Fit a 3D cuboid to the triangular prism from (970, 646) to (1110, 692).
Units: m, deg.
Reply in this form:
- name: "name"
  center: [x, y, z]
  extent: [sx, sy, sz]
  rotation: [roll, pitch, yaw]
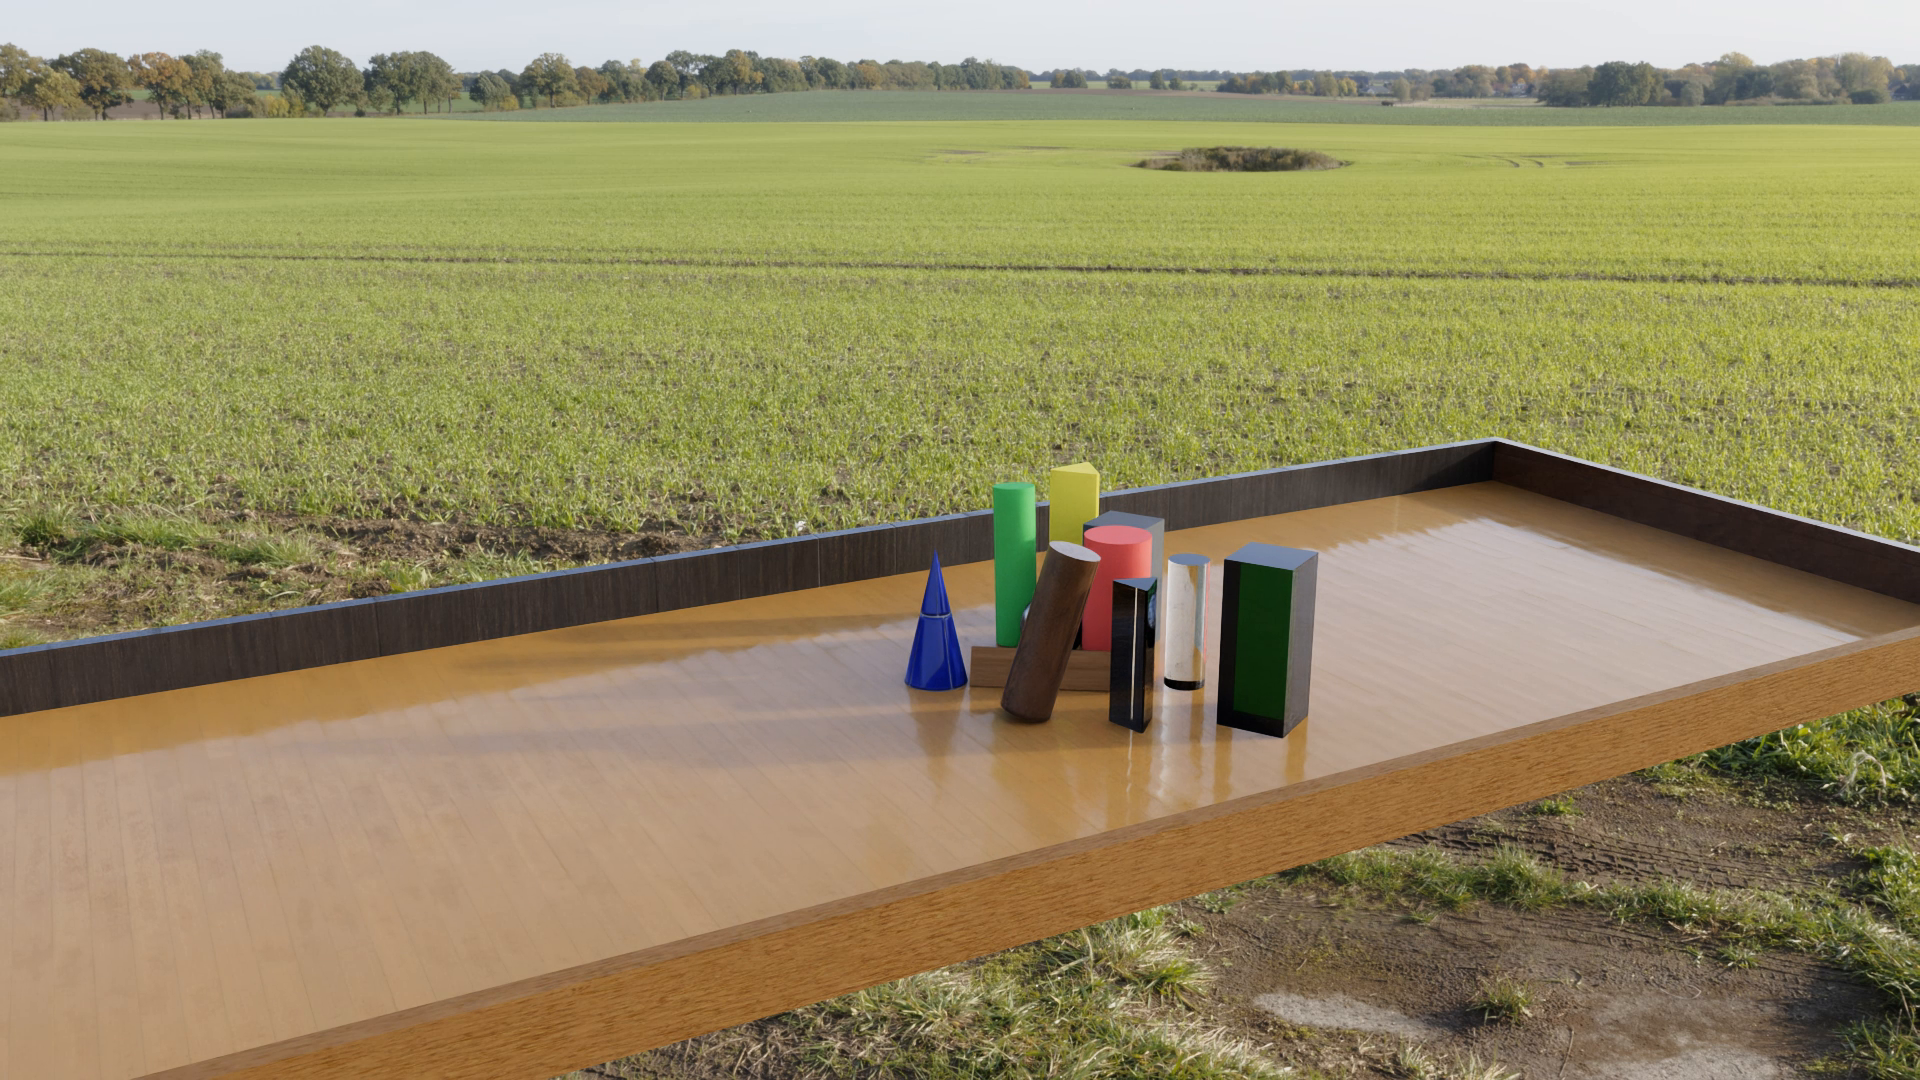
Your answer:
- name: "triangular prism"
  center: [0.236, 0.314, 4.122]
  extent: [0.416, 0.087, 0.101]
  rotation: [2, 16, 6]

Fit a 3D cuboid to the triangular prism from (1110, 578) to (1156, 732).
- name: "triangular prism"
  center: [0.422, 0.262, 3.845]
  extent: [0.091, 0.349, 0.105]
  rotation: [-14, 21, -40]

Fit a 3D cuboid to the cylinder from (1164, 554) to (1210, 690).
- name: "cylinder"
  center: [0.562, 0.203, 4.087]
  extent: [0.102, 0.325, 0.102]
  rotation: [0, 16, 0]

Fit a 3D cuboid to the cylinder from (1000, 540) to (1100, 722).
- name: "cylinder"
  center: [0.211, 0.215, 3.865]
  extent: [0.124, 0.410, 0.124]
  rotation: [15, 16, -4]

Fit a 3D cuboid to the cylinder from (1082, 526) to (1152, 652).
- name: "cylinder"
  center: [0.398, 0.156, 4.201]
  extent: [0.171, 0.352, 0.171]
  rotation: [0, 16, 0]

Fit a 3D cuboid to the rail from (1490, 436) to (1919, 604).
- name: "rail"
  center: [2.466, -0.048, 5.253]
  extent: [0.050, 0.150, 2.100]
  rotation: [-9, 18, -27]

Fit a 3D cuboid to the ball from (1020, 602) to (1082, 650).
- name: "ball"
  center: [0.242, 0.223, 4.293]
  extent: [0.171, 0.171, 0.171]
  rotation: [0, 16, 0]

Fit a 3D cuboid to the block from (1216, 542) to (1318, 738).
- name: "block"
  center: [0.717, 0.231, 3.850]
  extent: [0.165, 0.406, 0.165]
  rotation: [10, 19, 30]

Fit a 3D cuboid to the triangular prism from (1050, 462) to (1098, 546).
- name: "triangular prism"
  center: [0.334, 0.001, 4.602]
  extent: [0.138, 0.422, 0.120]
  rotation: [7, 18, 22]

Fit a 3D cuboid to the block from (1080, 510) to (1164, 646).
- name: "block"
  center: [0.430, 0.113, 4.370]
  extent: [0.159, 0.338, 0.159]
  rotation: [10, 19, 30]

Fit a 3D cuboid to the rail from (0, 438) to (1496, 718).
- name: "rail"
  center: [-3.305, 0.497, 3.399]
  extent: [12.000, 0.150, 0.050]
  rotation: [-9, 18, -27]

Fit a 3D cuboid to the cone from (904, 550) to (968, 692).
- name: "cone"
  center: [-0.060, 0.186, 4.106]
  extent: [0.160, 0.348, 0.160]
  rotation: [0, 16, 0]

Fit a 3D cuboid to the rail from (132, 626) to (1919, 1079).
- name: "rail"
  center: [-2.336, 1.006, 1.665]
  extent: [12.000, 0.150, 0.050]
  rotation: [-9, 18, -27]

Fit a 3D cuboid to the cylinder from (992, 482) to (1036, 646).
- name: "cylinder"
  center: [0.147, 0.065, 4.372]
  extent: [0.111, 0.422, 0.111]
  rotation: [-1, 11, 0]
